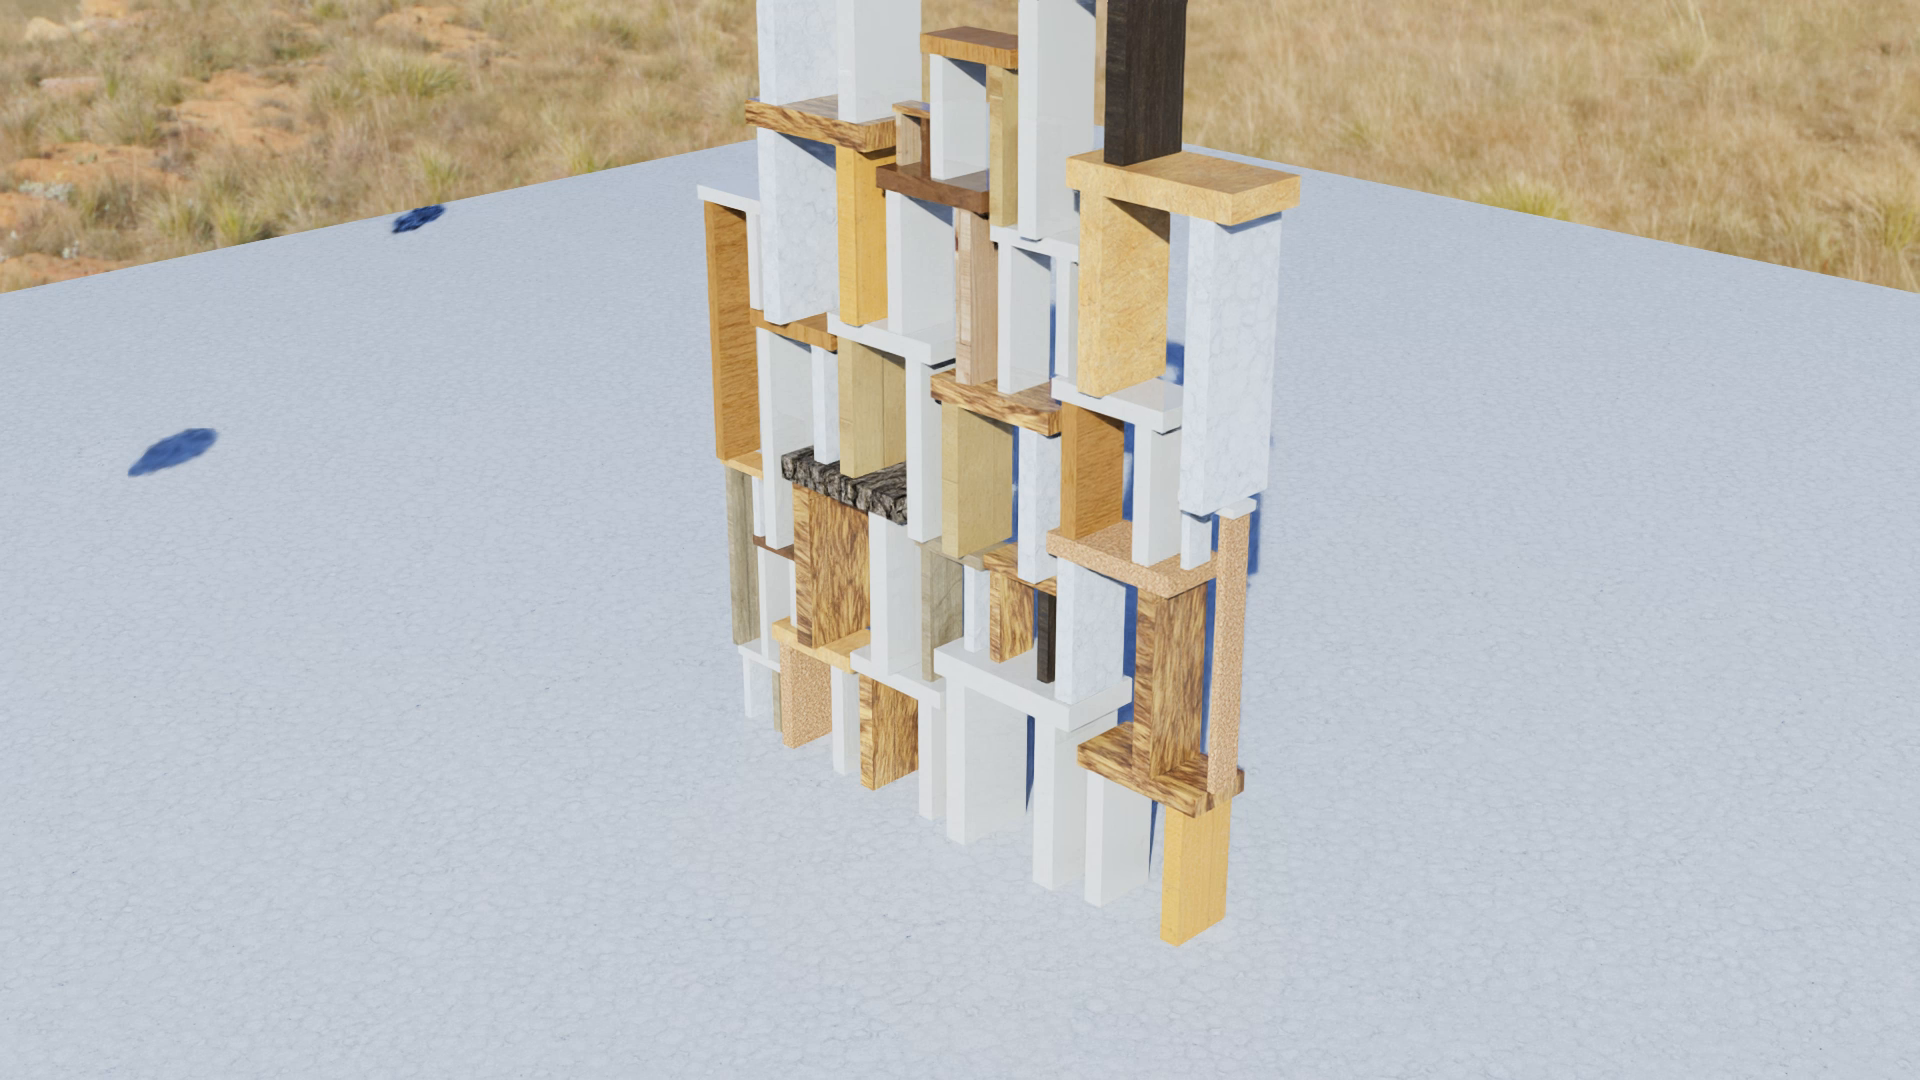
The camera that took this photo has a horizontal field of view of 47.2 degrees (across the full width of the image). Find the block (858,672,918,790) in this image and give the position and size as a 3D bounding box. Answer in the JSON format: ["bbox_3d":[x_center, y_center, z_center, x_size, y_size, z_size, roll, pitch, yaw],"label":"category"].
[{"bbox_3d":[-0.146,0.375,4.543,0.037,0.260,0.130,21,31,41],"label":"block"}]

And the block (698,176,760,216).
[{"bbox_3d":[-0.423,-0.687,4.384,0.196,0.028,0.098,21,31,41],"label":"block"}]

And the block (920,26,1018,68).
[{"bbox_3d":[0.047,-0.855,3.811,0.110,0.031,0.220,-21,31,-40],"label":"block"}]

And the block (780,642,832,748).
[{"bbox_3d":[-0.326,0.314,4.709,0.035,0.244,0.122,21,31,41],"label":"block"}]

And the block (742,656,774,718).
[{"bbox_3d":[-0.441,0.311,4.841,0.021,0.147,0.073,21,31,41],"label":"block"}]

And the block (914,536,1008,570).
[{"bbox_3d":[0.007,0.010,4.221,0.177,0.025,0.089,21,31,41],"label":"block"}]

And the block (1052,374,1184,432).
[{"bbox_3d":[0.294,-0.248,3.792,0.126,0.036,0.253,-21,31,-40],"label":"block"}]

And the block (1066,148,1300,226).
[{"bbox_3d":[0.360,-0.584,3.580,0.175,0.049,0.349,-21,31,-40],"label":"block"}]

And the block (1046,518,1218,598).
[{"bbox_3d":[0.306,0.023,3.898,0.284,0.040,0.142,21,31,41],"label":"block"}]

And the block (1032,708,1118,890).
[{"bbox_3d":[0.219,0.475,4.192,0.050,0.352,0.176,21,31,41],"label":"block"}]

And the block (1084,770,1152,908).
[{"bbox_3d":[0.299,0.538,4.135,0.040,0.280,0.140,21,31,41],"label":"block"}]

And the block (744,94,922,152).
[{"bbox_3d":[-0.230,-0.792,4.130,0.336,0.048,0.168,21,31,41],"label":"block"}]

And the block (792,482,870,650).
[{"bbox_3d":[-0.260,0.031,4.518,0.048,0.357,0.169,21,31,41],"label":"block"}]

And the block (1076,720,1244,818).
[{"bbox_3d":[0.365,0.416,4.012,0.280,0.040,0.140,21,31,40],"label":"block"}]

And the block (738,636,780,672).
[{"bbox_3d":[-0.406,0.247,4.776,0.147,0.021,0.073,21,31,41],"label":"block"}]

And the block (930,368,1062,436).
[{"bbox_3d":[0.102,-0.263,4.003,0.294,0.042,0.147,21,31,40],"label":"block"}]

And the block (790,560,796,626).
[{"bbox_3d":[-0.321,0.102,4.614,0.021,0.151,0.076,21,31,41],"label":"block"}]

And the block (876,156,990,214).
[{"bbox_3d":[-0.011,-0.643,3.962,0.268,0.038,0.134,21,31,40],"label":"block"}]

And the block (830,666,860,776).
[{"bbox_3d":[-0.211,0.359,4.603,0.035,0.244,0.122,21,31,41],"label":"block"}]

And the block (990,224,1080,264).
[{"bbox_3d":[0.164,-0.527,3.828,0.210,0.030,0.105,21,31,40],"label":"block"}]

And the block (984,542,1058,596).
[{"bbox_3d":[0.142,0.052,4.100,0.185,0.026,0.093,21,31,41],"label":"block"}]

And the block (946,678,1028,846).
[{"bbox_3d":[0.053,0.410,4.344,0.050,0.352,0.176,21,31,41],"label":"block"}]

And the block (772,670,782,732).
[{"bbox_3d":[-0.372,0.338,4.777,0.021,0.147,0.073,21,31,41],"label":"block"}]

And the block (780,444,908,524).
[{"bbox_3d":[-0.180,-0.124,4.365,0.338,0.048,0.169,21,31,41],"label":"block"}]

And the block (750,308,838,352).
[{"bbox_3d":[-0.293,-0.431,4.364,0.242,0.034,0.121,21,31,40],"label":"block"}]

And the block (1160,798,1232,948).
[{"bbox_3d":[0.431,0.589,4.014,0.040,0.280,0.140,21,31,41],"label":"block"}]

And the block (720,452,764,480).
[{"bbox_3d":[-0.435,-0.162,4.621,0.133,0.019,0.067,21,31,41],"label":"block"}]

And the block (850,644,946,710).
[{"bbox_3d":[-0.085,0.262,4.429,0.260,0.037,0.130,21,31,41],"label":"block"}]

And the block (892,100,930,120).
[{"bbox_3d":[-0.072,-0.776,3.964,0.096,0.014,0.048,20,31,39],"label":"block"}]

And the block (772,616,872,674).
[{"bbox_3d":[-0.268,0.208,4.602,0.244,0.035,0.122,21,31,41],"label":"block"}]

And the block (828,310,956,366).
[{"bbox_3d":[-0.104,-0.398,4.172,0.142,0.040,0.284,-22,31,-41],"label":"block"}]

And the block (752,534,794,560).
[{"bbox_3d":[-0.357,0.009,4.613,0.151,0.021,0.076,21,31,40],"label":"block"}]

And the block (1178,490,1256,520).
[{"bbox_3d":[0.435,-0.067,3.725,0.121,0.017,0.061,21,31,40],"label":"block"}]

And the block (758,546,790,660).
[{"bbox_3d":[-0.392,0.125,4.701,0.021,0.262,0.076,21,31,41],"label":"block"}]

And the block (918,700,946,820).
[{"bbox_3d":[-0.024,0.423,4.431,0.037,0.260,0.130,21,31,41],"label":"block"}]

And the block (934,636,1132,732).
[{"bbox_3d":[0.136,0.257,4.190,0.352,0.050,0.176,21,31,41],"label":"block"}]
